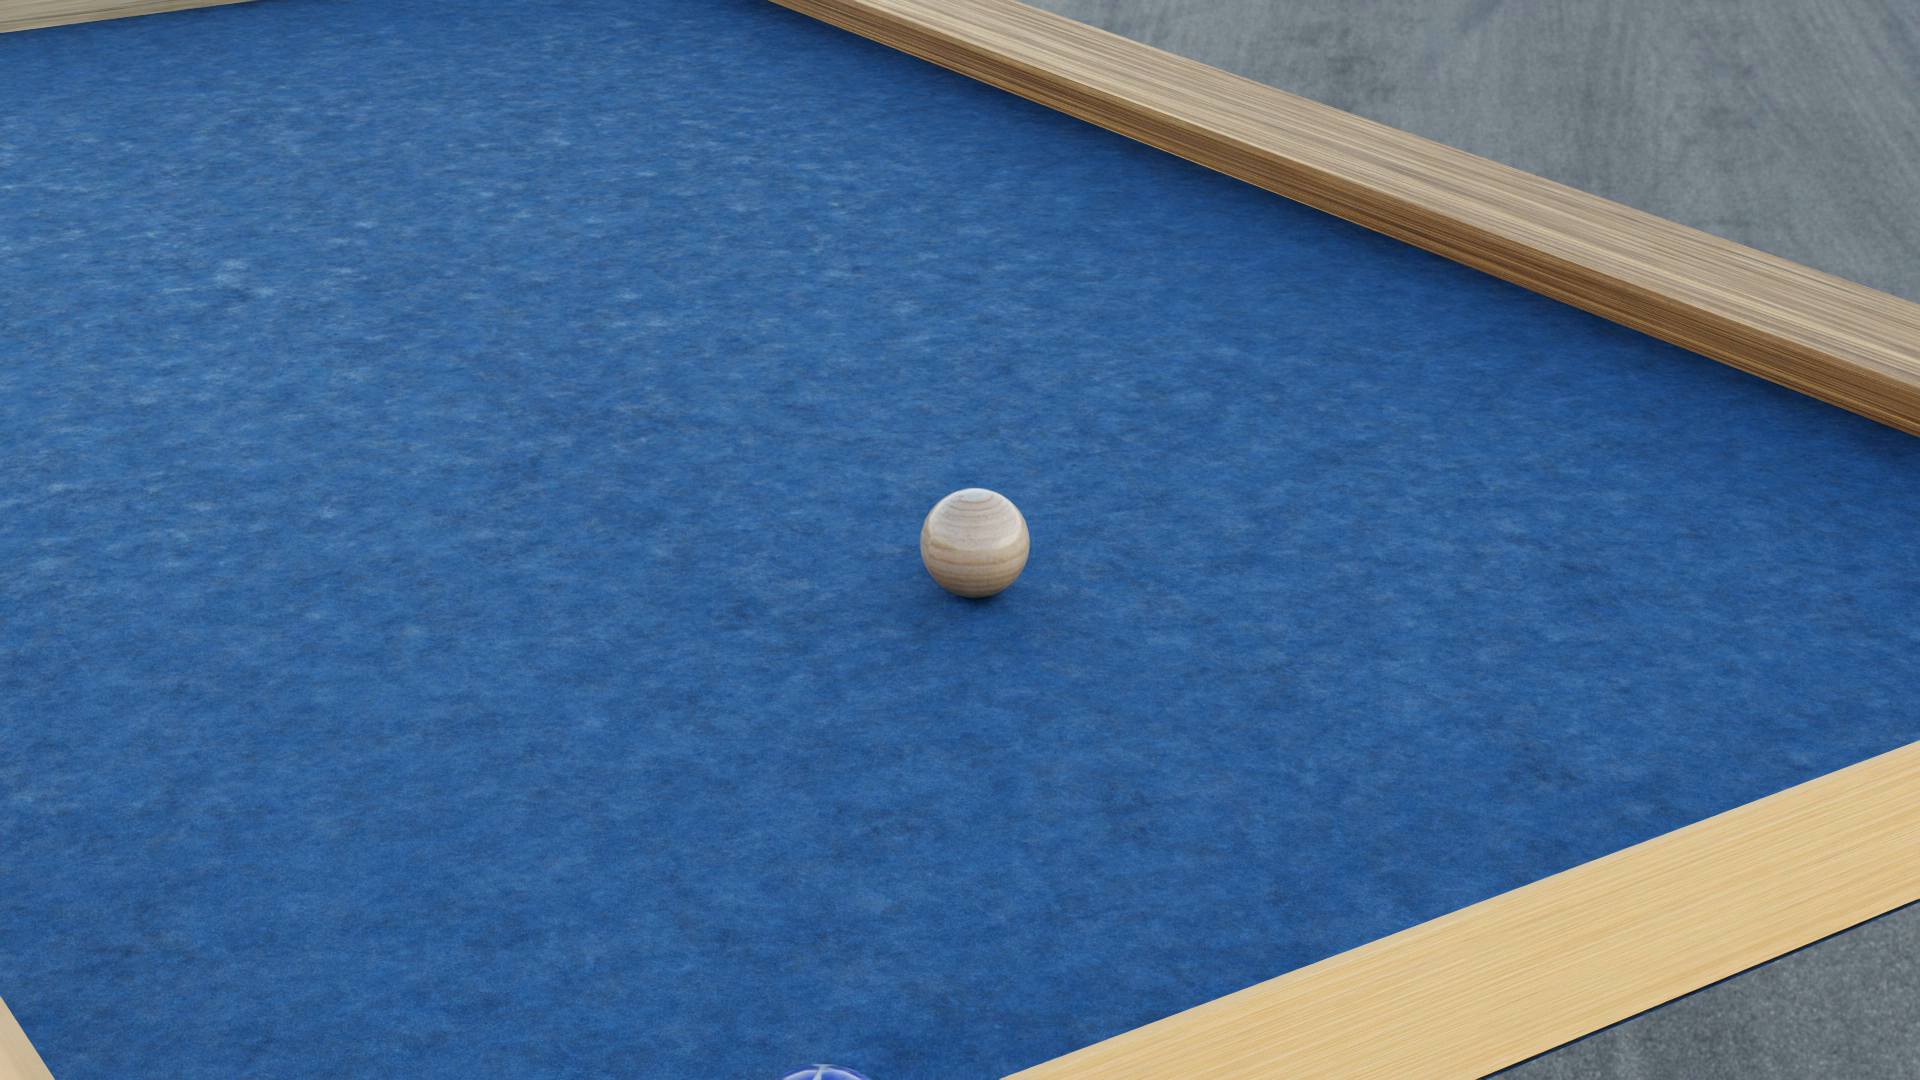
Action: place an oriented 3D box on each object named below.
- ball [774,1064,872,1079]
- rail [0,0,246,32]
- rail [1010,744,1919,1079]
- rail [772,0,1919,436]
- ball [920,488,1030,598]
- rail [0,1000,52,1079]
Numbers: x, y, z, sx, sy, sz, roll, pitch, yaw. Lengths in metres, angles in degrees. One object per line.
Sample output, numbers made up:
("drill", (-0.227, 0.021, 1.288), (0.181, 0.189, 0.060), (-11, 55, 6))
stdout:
("ball", (-0.072, 0.320, 1.539), (0.090, 0.090, 0.090), (0, 23, 0))
("rail", (-1.223, -0.762, 4.035), (1.775, 0.117, 0.045), (-14, 27, -30))
("rail", (0.399, 0.217, 1.742), (1.775, 0.117, 0.045), (-14, 27, -30))
("rail", (0.312, -0.457, 3.322), (0.045, 0.117, 3.022), (-14, 27, -30))
("ball", (0.012, 0.002, 2.288), (0.086, 0.086, 0.086), (0, 23, 0))
("rail", (-1.136, -0.088, 2.456), (0.045, 0.117, 3.022), (-14, 27, -30))
